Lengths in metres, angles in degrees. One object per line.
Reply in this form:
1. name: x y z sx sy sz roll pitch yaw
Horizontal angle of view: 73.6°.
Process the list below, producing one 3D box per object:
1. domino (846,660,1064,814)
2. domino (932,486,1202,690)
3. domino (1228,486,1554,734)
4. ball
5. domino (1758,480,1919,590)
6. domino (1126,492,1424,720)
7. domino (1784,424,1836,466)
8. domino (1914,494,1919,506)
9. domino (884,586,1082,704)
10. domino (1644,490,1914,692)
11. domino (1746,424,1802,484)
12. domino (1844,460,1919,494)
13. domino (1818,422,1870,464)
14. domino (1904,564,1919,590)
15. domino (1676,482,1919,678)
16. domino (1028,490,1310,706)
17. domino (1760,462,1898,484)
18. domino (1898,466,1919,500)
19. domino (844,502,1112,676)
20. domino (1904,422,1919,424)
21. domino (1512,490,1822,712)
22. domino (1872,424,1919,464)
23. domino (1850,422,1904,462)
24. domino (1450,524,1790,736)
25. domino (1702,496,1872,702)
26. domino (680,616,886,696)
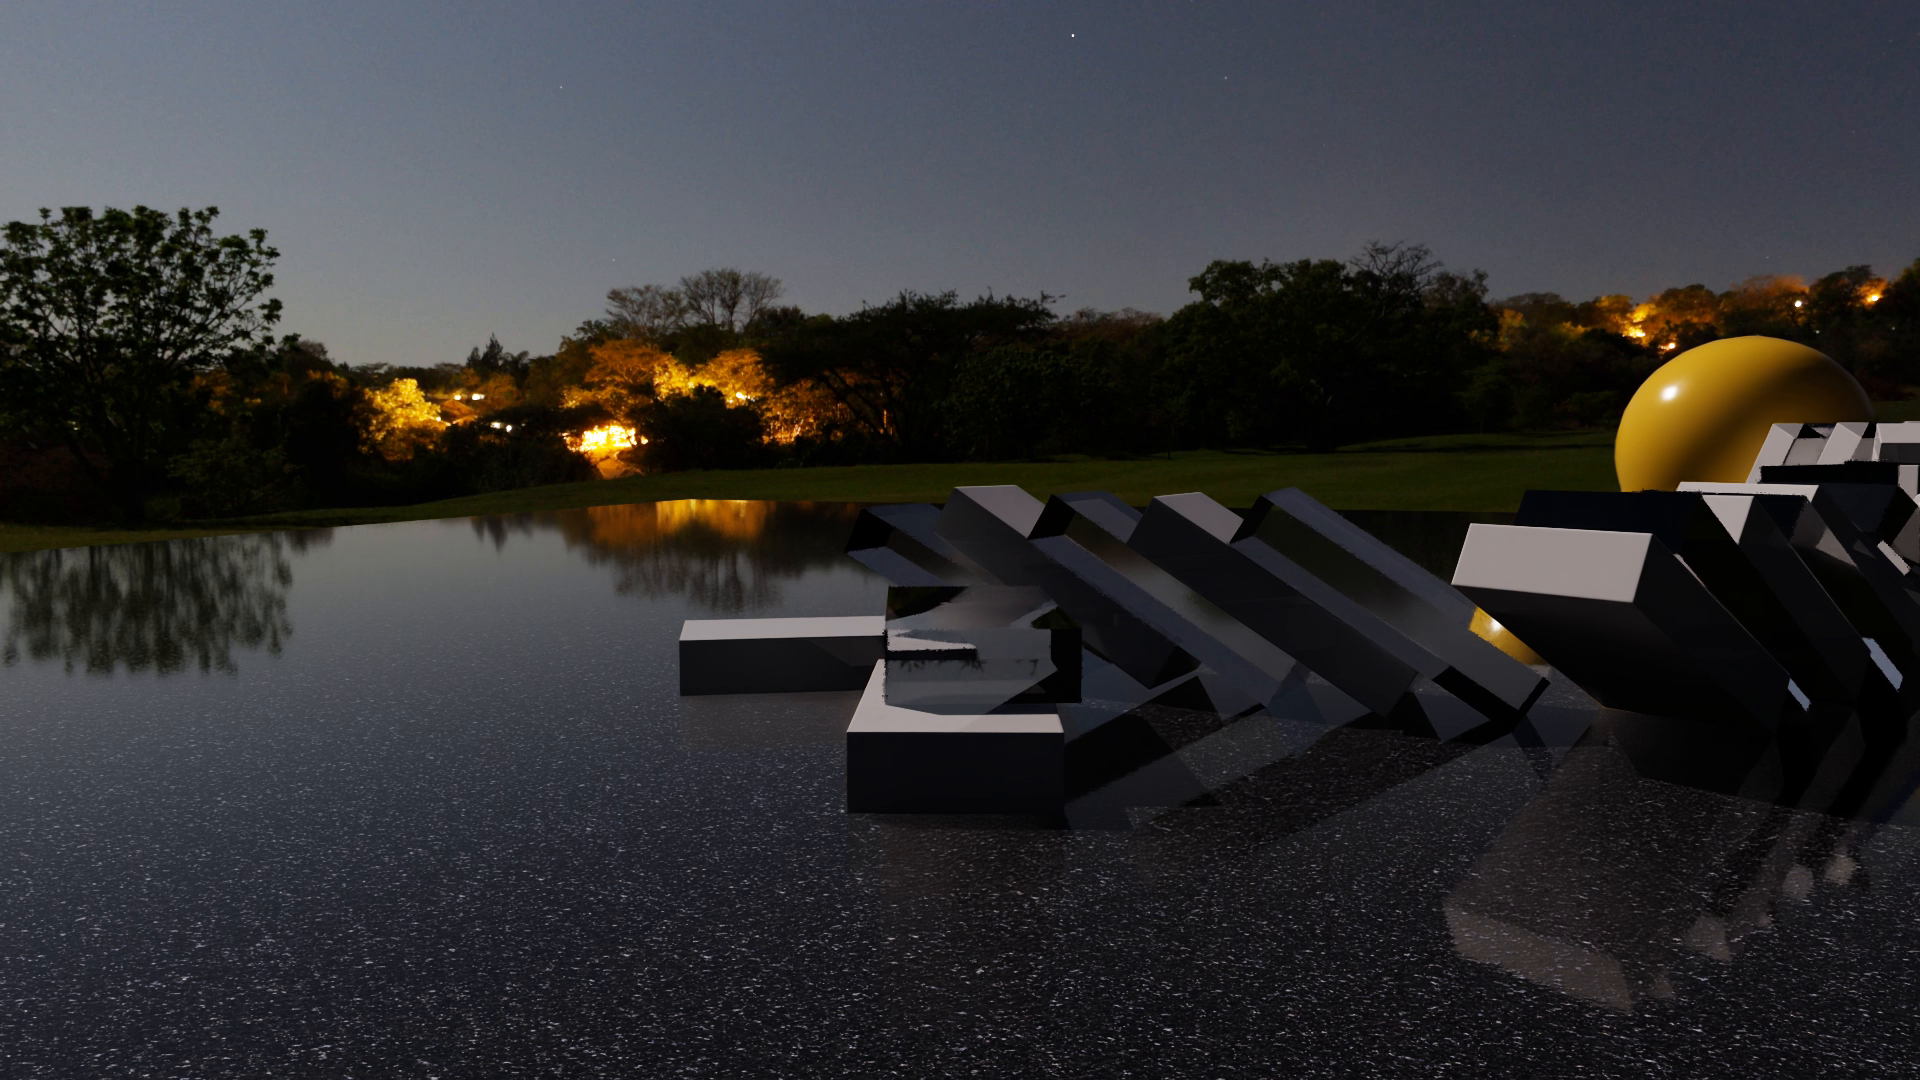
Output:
1. domino: 0.000 0.025 0.172 0.025 0.010 0.050 0 4 1
2. domino: 0.022 0.007 0.236 0.050 0.010 0.025 36 19 23
3. domino: 0.070 0.010 0.207 0.050 0.010 0.025 36 20 19
4. ball: 0.275 -0.031 0.451 0.080 0.080 0.080 0 4 0
5. domino: 0.171 0.007 0.237 0.050 0.009 0.025 34 -9 -21
6. domino: 0.055 0.009 0.217 0.050 0.010 0.025 36 19 22
7. domino: 0.259 -0.011 0.388 0.025 0.050 0.010 -1 33 -10
8. domino: 0.207 0.005 0.274 0.025 0.009 0.050 0 -27 6
9. domino: 0.002 0.014 0.188 0.025 0.010 0.050 0 4 -3
10. domino: 0.139 0.009 0.219 0.050 0.009 0.025 35 -15 -30
11. domino: 0.256 -0.012 0.398 0.025 0.050 0.010 -1 33 -10
12. domino: 0.231 -0.001 0.317 0.025 0.009 0.050 6 -30 32
13. domino: 0.261 -0.010 0.378 0.025 0.050 0.009 -1 33 -10
14. domino: 0.208 0.007 0.254 0.025 0.010 0.050 2 -24 4
15. domino: 0.154 0.007 0.232 0.050 0.009 0.025 35 -10 -22
16. domino: 0.039 0.009 0.226 0.050 0.009 0.025 36 19 22
17. domino: 0.202 0.001 0.298 0.025 0.009 0.050 0 -33 35
18. domino: 0.215 0.000 0.310 0.025 0.009 0.050 2 -32 36
19. domino: 0.005 0.009 0.245 0.050 0.010 0.025 31 17 23
20. domino: 0.265 -0.008 0.356 0.025 0.050 0.009 -1 33 -10
21. domino: 0.108 0.010 0.196 0.050 0.009 0.025 36 -17 -32
22. domino: 0.248 -0.006 0.330 0.025 0.050 0.010 2 36 28
23. domino: 0.263 -0.009 0.367 0.025 0.050 0.009 -1 33 -10
24. domino: 0.095 0.013 0.184 0.050 0.009 0.025 30 -14 -34
25. domino: 0.124 0.009 0.208 0.050 0.009 0.025 35 -17 -31
26. domino: -0.025 0.020 0.233 0.050 0.009 0.025 -1 4 -10
